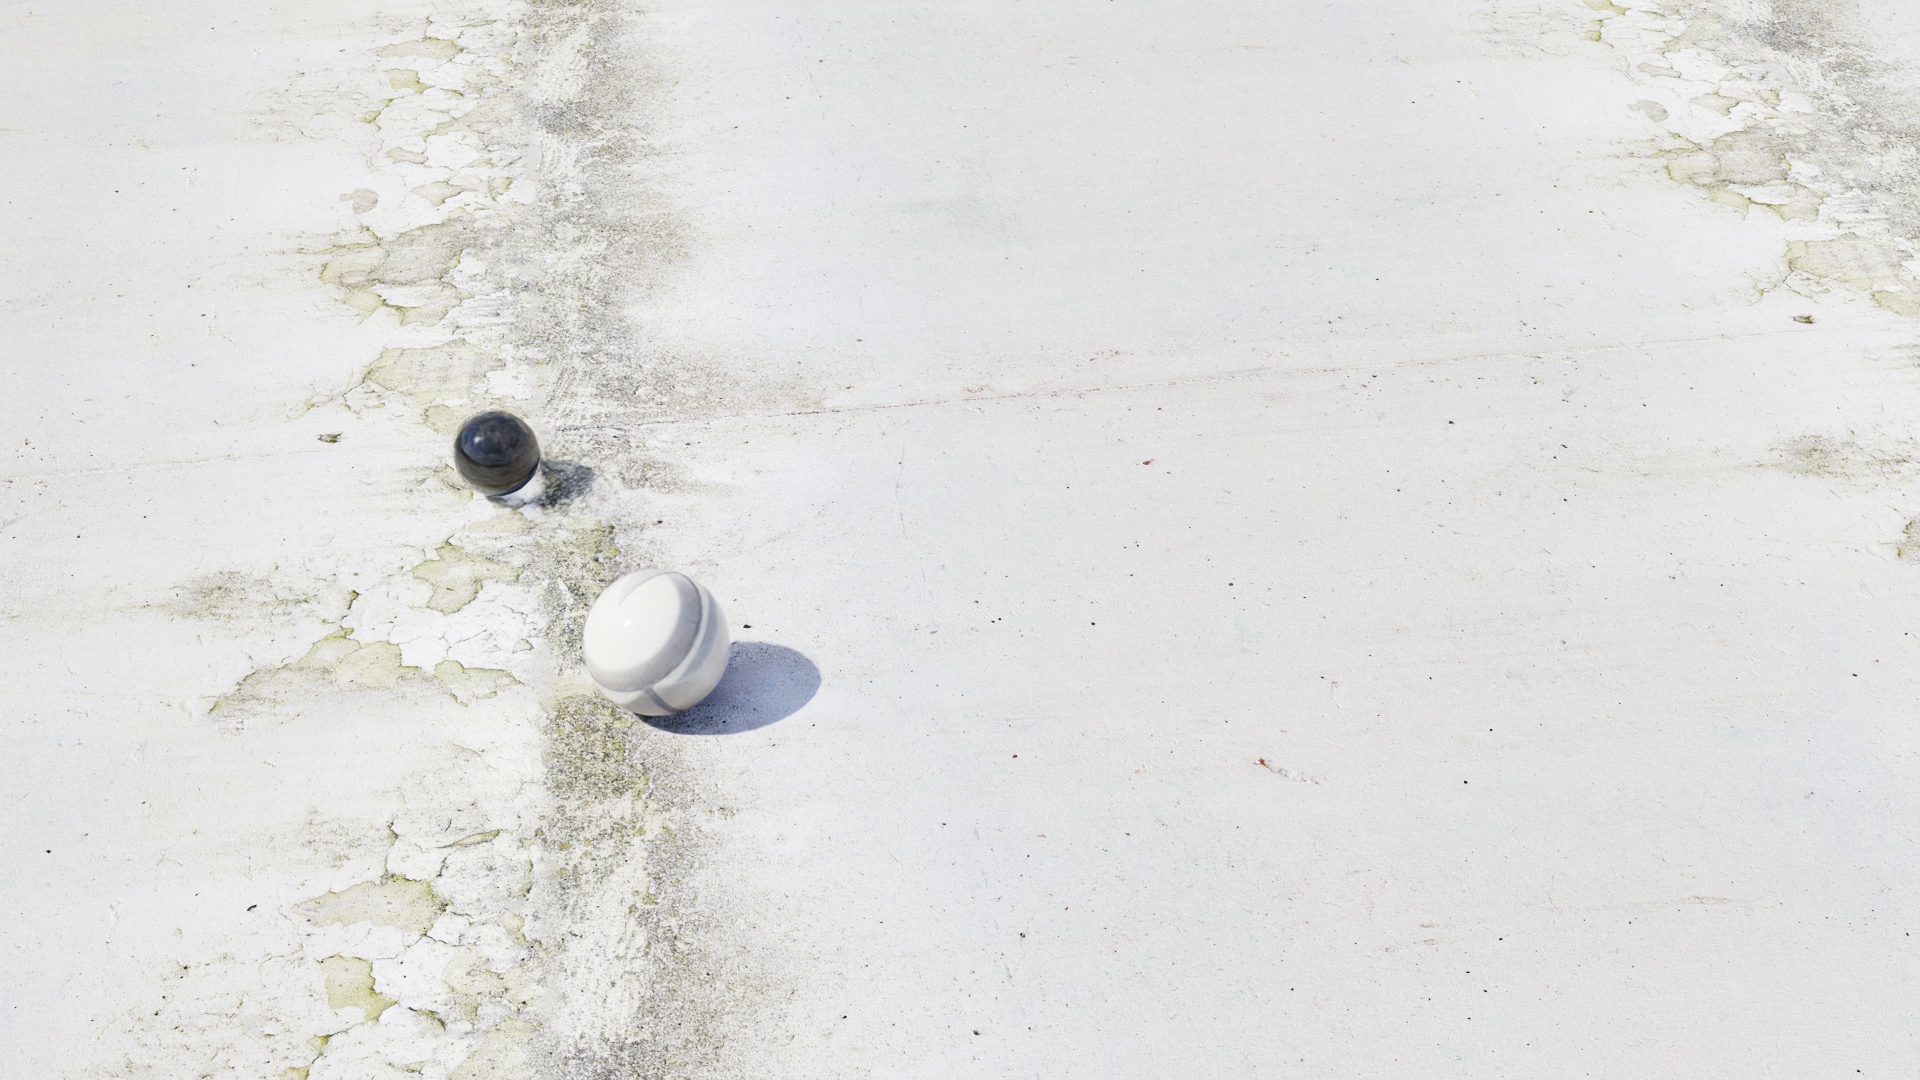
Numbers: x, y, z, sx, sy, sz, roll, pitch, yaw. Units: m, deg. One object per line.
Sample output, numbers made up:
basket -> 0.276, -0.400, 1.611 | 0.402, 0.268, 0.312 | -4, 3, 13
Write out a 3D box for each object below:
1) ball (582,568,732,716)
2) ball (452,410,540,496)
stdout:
ball -> -0.168, 0.057, 1.423 | 0.082, 0.082, 0.082 | 0, 37, 0
ball -> -0.288, -0.054, 1.595 | 0.053, 0.053, 0.053 | 0, 37, 0
